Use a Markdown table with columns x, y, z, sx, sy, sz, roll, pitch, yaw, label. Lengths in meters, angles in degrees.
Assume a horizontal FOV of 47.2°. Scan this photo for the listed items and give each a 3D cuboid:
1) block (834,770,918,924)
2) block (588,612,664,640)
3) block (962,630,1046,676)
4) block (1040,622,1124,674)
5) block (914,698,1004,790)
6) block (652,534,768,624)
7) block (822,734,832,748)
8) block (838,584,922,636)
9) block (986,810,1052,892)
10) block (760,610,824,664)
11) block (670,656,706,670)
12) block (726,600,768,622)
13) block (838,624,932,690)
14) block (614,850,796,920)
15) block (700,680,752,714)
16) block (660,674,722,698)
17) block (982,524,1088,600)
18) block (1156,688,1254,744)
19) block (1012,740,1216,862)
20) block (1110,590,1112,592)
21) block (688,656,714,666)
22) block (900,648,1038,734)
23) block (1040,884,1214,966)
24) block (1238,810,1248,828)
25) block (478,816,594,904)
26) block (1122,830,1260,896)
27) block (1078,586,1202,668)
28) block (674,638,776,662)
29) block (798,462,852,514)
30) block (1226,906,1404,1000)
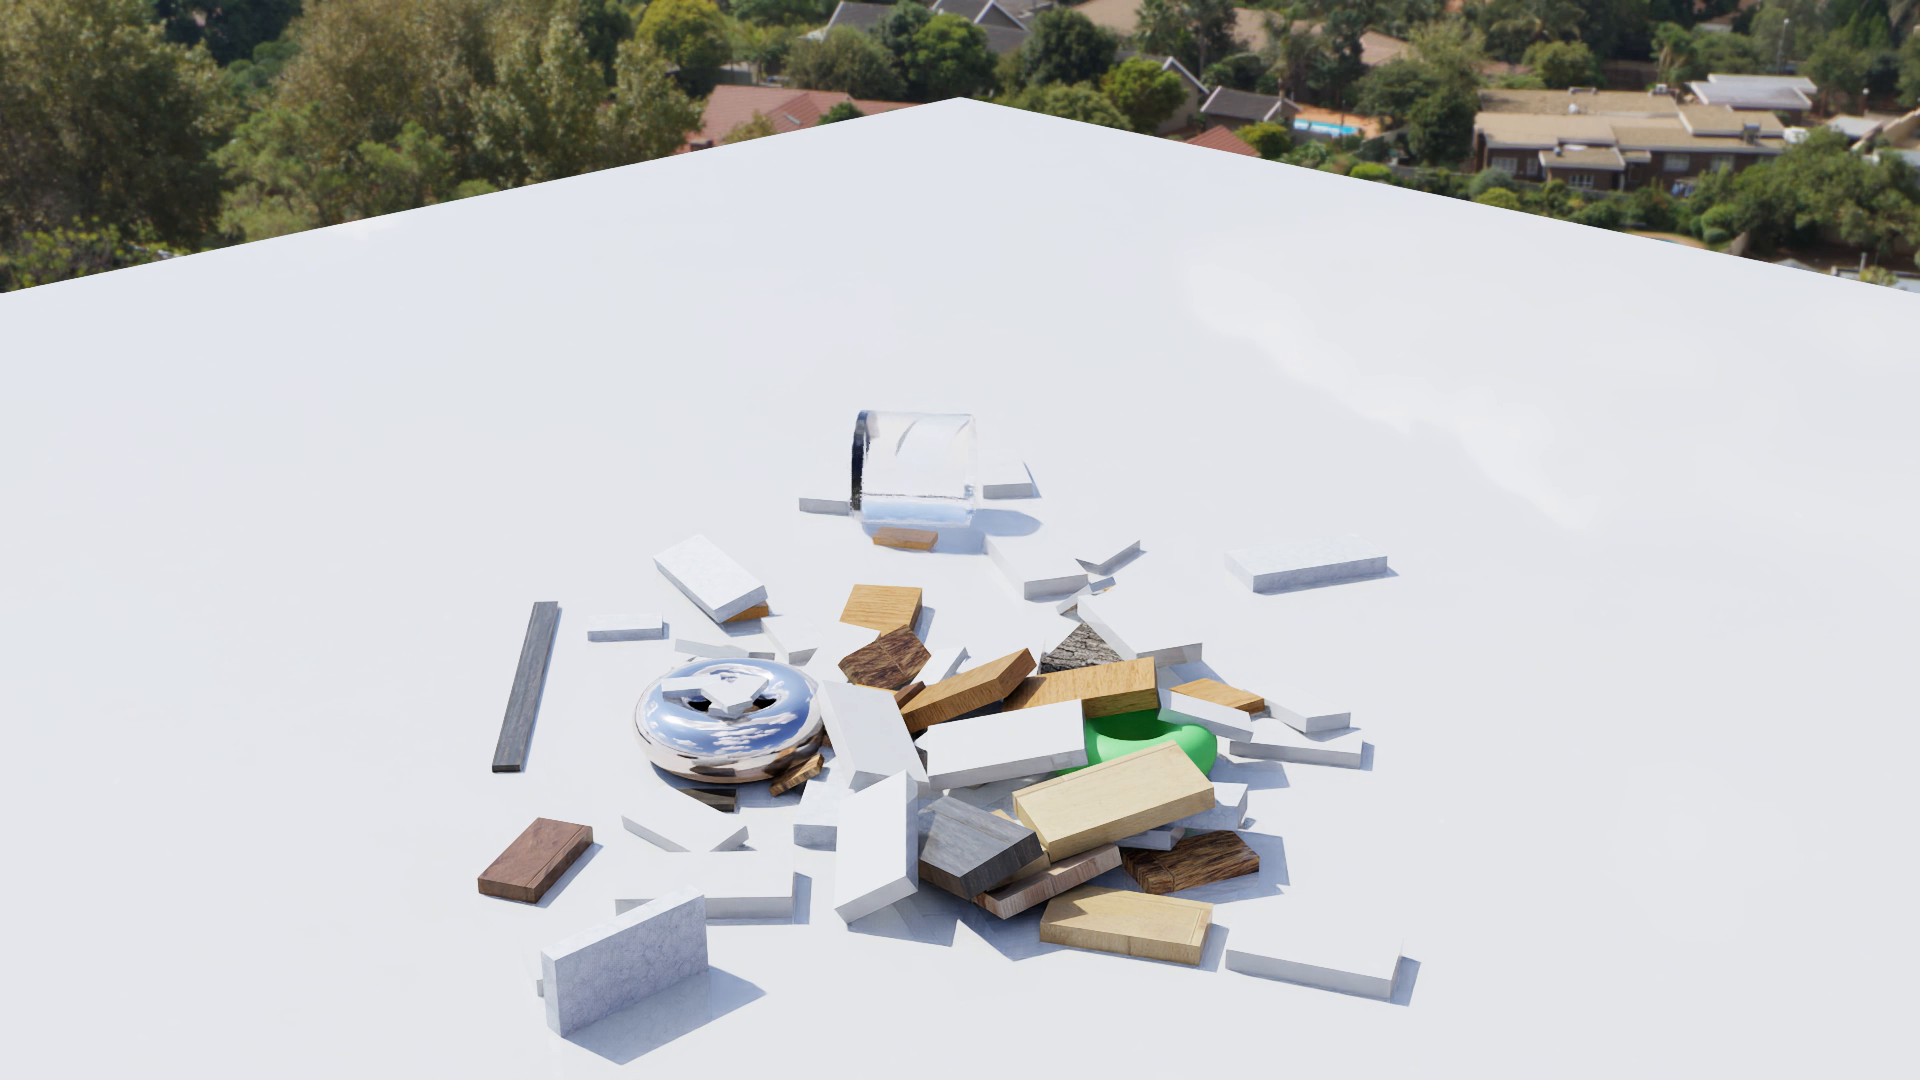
| x | y | z | sx | sy | sz | roll | pitch | yaw | label |
| --- | --- | --- | --- | --- | --- | --- | --- | --- | --- |
| -0.158 | 0.579 | 4.181 | 0.155 | 0.044 | 0.310 | -27 | 29 | 15 | block |
| -0.798 | 0.206 | 5.243 | 0.175 | 0.025 | 0.088 | -2 | 23 | -6 | block |
| 0.095 | 0.300 | 4.992 | 0.167 | 0.047 | 0.335 | 3 | 23 | 7 | block |
| 0.330 | 0.255 | 5.101 | 0.165 | 0.047 | 0.329 | 11 | 25 | 24 | block |
| 0.064 | 0.403 | 4.685 | 0.165 | 0.047 | 0.329 | 21 | 37 | 31 | block |
| -0.619 | 0.091 | 5.423 | 0.136 | 0.039 | 0.417 | -27 | 29 | -18 | block |
| -0.211 | 0.421 | 4.655 | 0.078 | 0.022 | 0.156 | 5 | 5 | 38 | block |
| -0.196 | 0.198 | 5.233 | 0.167 | 0.047 | 0.335 | 3 | 23 | 7 | block |
| 0.065 | 0.593 | 4.218 | 0.131 | 0.037 | 0.262 | -19 | 15 | -14 | block |
| -0.388 | 0.228 | 5.185 | 0.104 | 0.030 | 0.209 | -9 | 25 | -21 | block |
| -0.567 | 0.312 | 4.995 | 0.088 | 0.025 | 0.176 | -21 | 31 | -40 | block |
| -0.544 | 0.140 | 5.394 | 0.104 | 0.030 | 0.209 | -7 | 24 | -16 | block |
| -0.165 | 0.279 | 4.985 | 0.111 | 0.031 | 0.222 | 50 | 42 | 12 | block |
| -0.479 | 0.653 | 4.163 | 0.327 | 0.046 | 0.163 | -1 | 23 | -2 | block |
| -0.484 | 0.325 | 4.562 | 0.059 | 0.017 | 0.117 | -14 | 25 | -31 | block |
| -0.568 | 0.310 | 4.652 | 0.125 | 0.018 | 0.063 | -4 | 21 | -9 | block |
| 0.188 | 0.053 | 5.576 | 0.167 | 0.047 | 0.335 | -7 | 24 | -16 | block |
| 0.510 | 0.368 | 4.604 | 0.202 | 0.029 | 0.101 | 16 | 19 | -5 | block |
| 0.295 | 0.499 | 4.227 | 0.347 | 0.049 | 0.173 | -16 | 32 | -16 | block |
| 0.403 | 0.164 | 5.346 | 0.077 | 0.022 | 0.155 | 1 | 23 | 3 | block |
| -0.530 | 0.304 | 4.950 | 0.176 | 0.025 | 0.088 | 8 | 24 | 17 | block |
| -0.004 | 0.331 | 4.716 | 0.321 | 0.046 | 0.161 | -24 | 9 | 33 | block |
| 0.307 | 0.704 | 4.048 | 0.294 | 0.042 | 0.147 | 6 | 24 | 14 | block |
| 0.526 | 0.546 | 4.428 | 0.099 | 0.014 | 0.050 | 12 | 39 | 13 | block |
| -0.820 | 0.618 | 4.260 | 0.120 | 0.034 | 0.240 | 7 | 24 | 17 | block |
| 0.446 | 0.622 | 4.251 | 0.235 | 0.033 | 0.117 | -9 | 25 | -21 | block |
| 0.414 | 0.204 | 5.101 | 0.165 | 0.047 | 0.329 | -8 | 24 | -19 | block |
| -0.540 | 0.257 | 5.046 | 0.209 | 0.030 | 0.104 | 8 | 1 | 30 | block |
| -0.339 | -0.143 | 6.049 | 0.136 | 0.039 | 0.273 | 5 | 23 | 11 | block |
| 0.639 | 0.742 | 3.959 | 0.294 | 0.042 | 0.147 | 8 | 24 | 18 | block |
